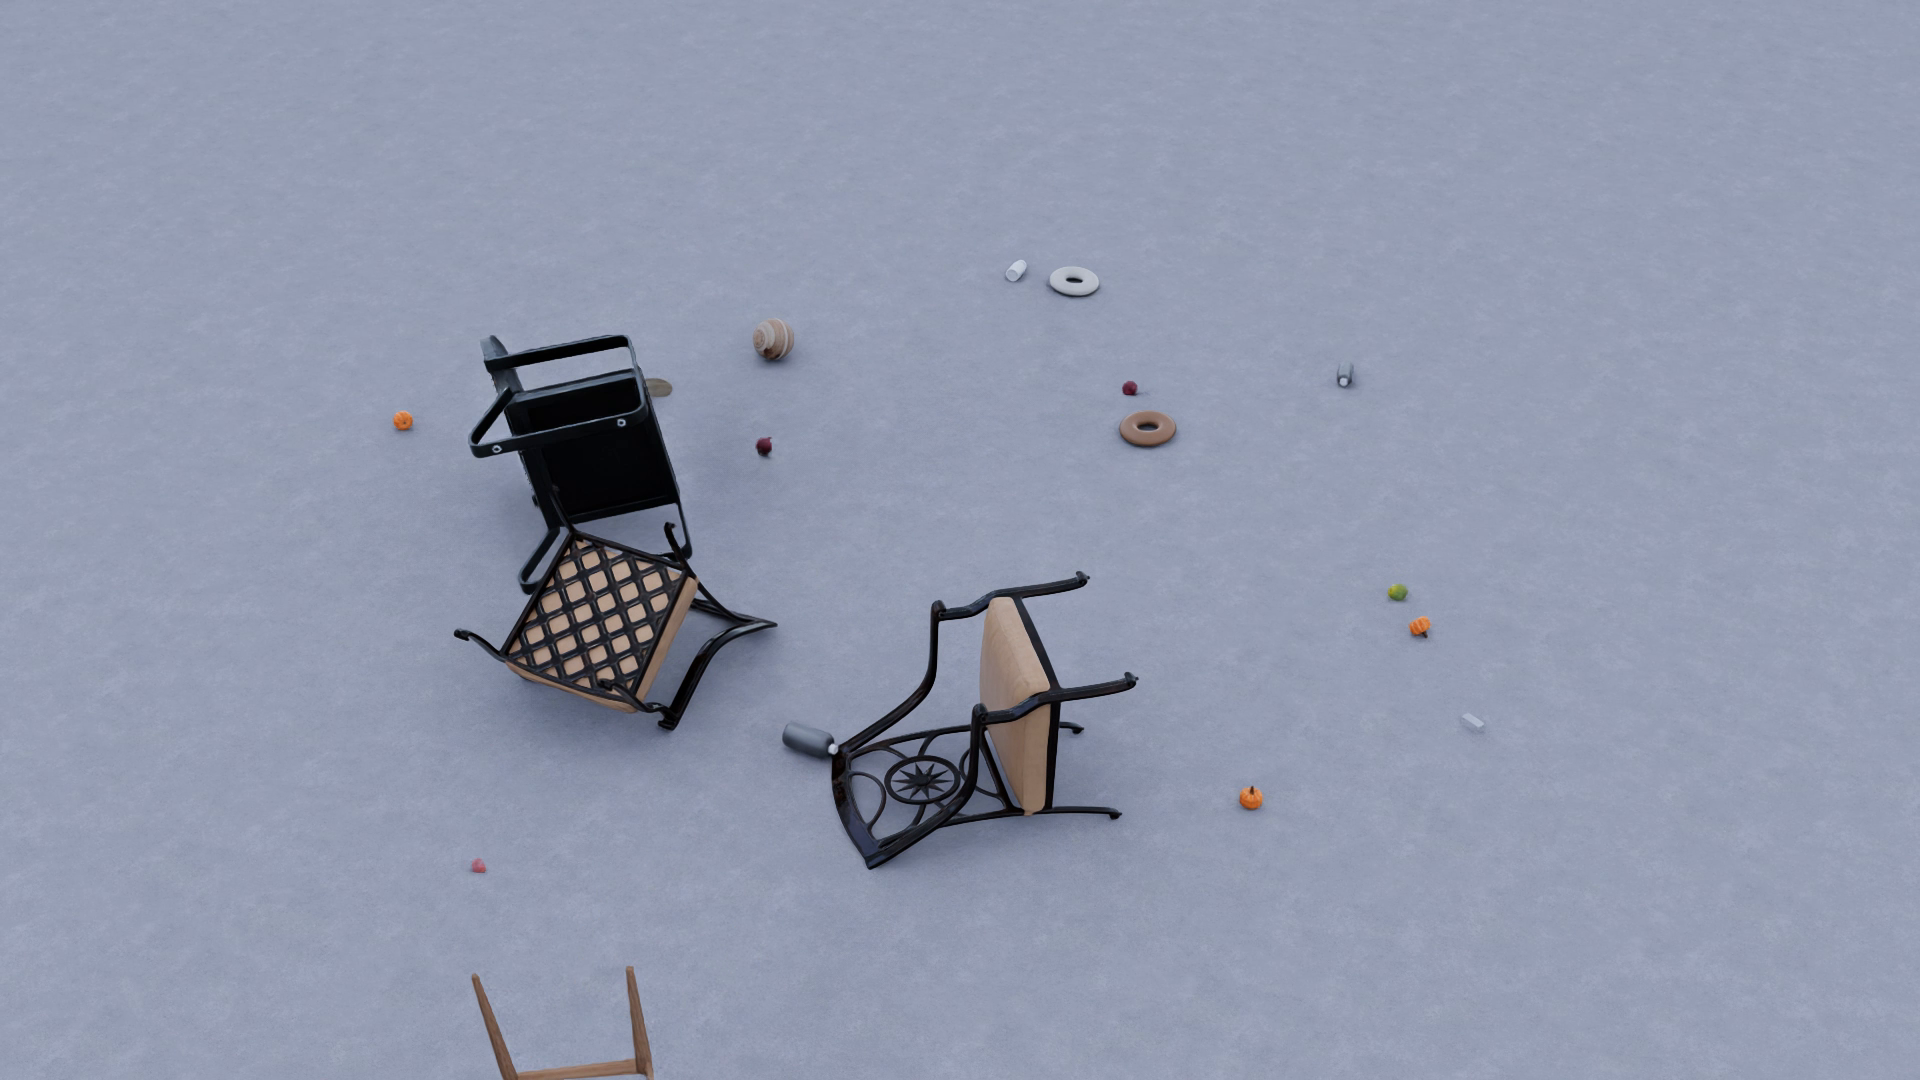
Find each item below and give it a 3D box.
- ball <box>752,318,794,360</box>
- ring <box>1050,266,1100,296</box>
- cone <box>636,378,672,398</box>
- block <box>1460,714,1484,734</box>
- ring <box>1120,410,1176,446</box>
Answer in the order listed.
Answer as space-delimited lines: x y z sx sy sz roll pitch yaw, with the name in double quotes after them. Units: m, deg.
-0.766 -0.826 12.042 0.172 0.172 0.172 0 33 0 "ball"
0.491 -1.111 12.590 0.211 0.046 0.230 -12 36 -19 "ring"
-1.213 -0.639 11.878 0.156 0.081 0.159 5 19 11 "cone"
1.744 0.623 9.973 0.033 0.028 0.078 -23 40 -30 "block"
0.740 -0.441 11.569 0.222 0.051 0.242 20 39 27 "ring"
